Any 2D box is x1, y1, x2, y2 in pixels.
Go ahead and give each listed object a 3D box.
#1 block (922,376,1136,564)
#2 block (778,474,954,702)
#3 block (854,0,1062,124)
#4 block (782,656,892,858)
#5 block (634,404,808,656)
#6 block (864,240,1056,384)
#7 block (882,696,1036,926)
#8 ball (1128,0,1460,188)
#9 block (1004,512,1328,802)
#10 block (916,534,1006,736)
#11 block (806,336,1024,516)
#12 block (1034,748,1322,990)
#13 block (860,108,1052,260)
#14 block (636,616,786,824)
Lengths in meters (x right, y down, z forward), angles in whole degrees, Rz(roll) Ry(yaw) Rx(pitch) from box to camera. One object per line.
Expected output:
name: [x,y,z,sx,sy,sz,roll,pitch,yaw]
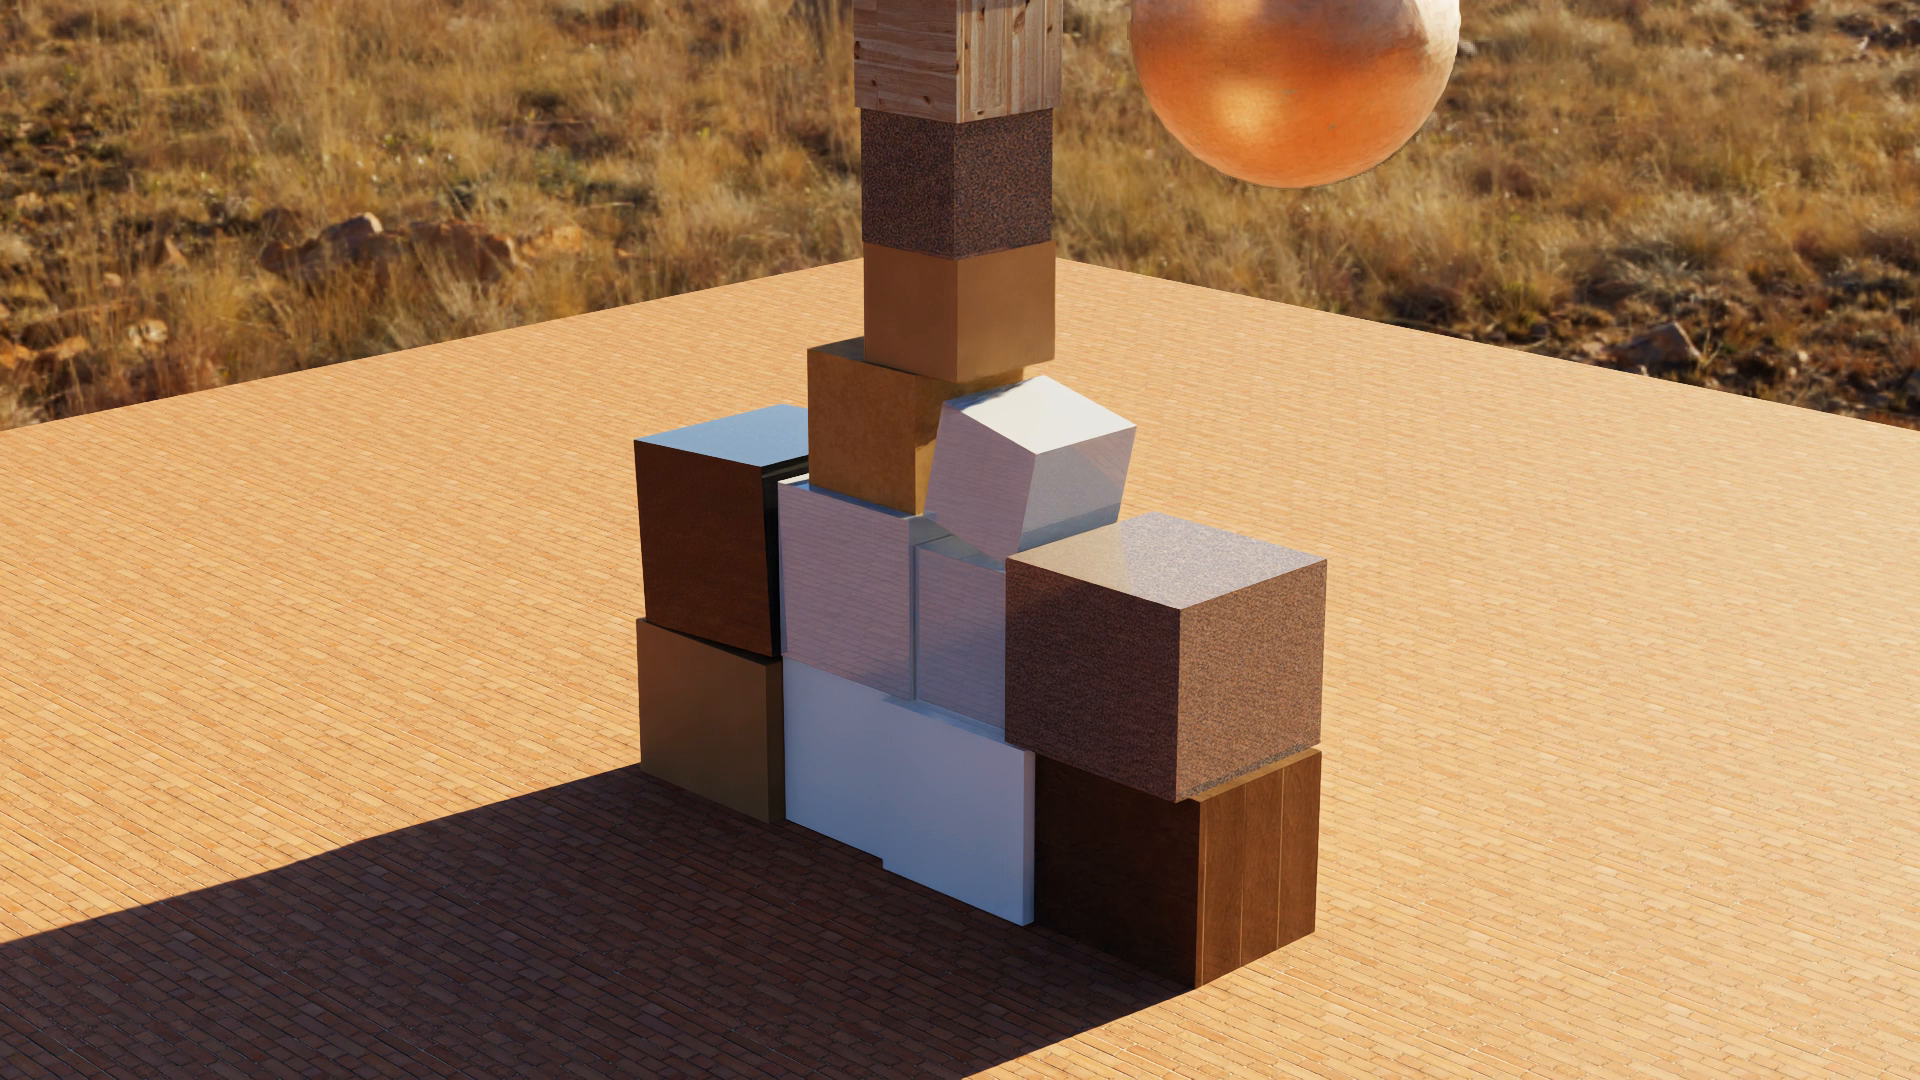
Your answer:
block: [0.306,-0.306,12.926,0.648,0.561,0.572,-17,37,-43]
block: [-0.239,0.140,13.641,0.835,0.850,0.870,-17,24,-42]
block: [-0.007,-2.151,12.658,0.647,0.561,0.627,-17,24,-42]
block: [-0.316,0.933,13.954,0.732,0.852,0.741,-17,24,-42]
block: [-0.890,-0.070,14.276,0.958,0.919,0.935,-17,21,-42]
block: [-0.002,-1.062,13.007,0.614,0.542,0.587,-17,24,-42]
block: [0.269,1.121,13.399,0.874,0.827,0.895,-17,24,-42]
ball: [1.623,-2.514,14.253,1.600,1.600,1.600,0,17,0]
block: [0.878,0.477,12.588,0.952,0.842,0.981,-17,24,-42]
block: [0.286,0.375,13.141,0.740,0.752,0.626,-17,24,-42]
block: [-0.202,-0.561,13.385,0.688,0.640,0.704,-17,24,-42]
block: [0.943,1.300,12.789,0.805,0.850,0.936,-17,24,-42]
block: [-0.014,-1.599,12.824,0.606,0.593,0.574,-17,24,-42]
block: [-0.924,0.774,14.545,0.937,0.801,0.963,-17,24,-42]
